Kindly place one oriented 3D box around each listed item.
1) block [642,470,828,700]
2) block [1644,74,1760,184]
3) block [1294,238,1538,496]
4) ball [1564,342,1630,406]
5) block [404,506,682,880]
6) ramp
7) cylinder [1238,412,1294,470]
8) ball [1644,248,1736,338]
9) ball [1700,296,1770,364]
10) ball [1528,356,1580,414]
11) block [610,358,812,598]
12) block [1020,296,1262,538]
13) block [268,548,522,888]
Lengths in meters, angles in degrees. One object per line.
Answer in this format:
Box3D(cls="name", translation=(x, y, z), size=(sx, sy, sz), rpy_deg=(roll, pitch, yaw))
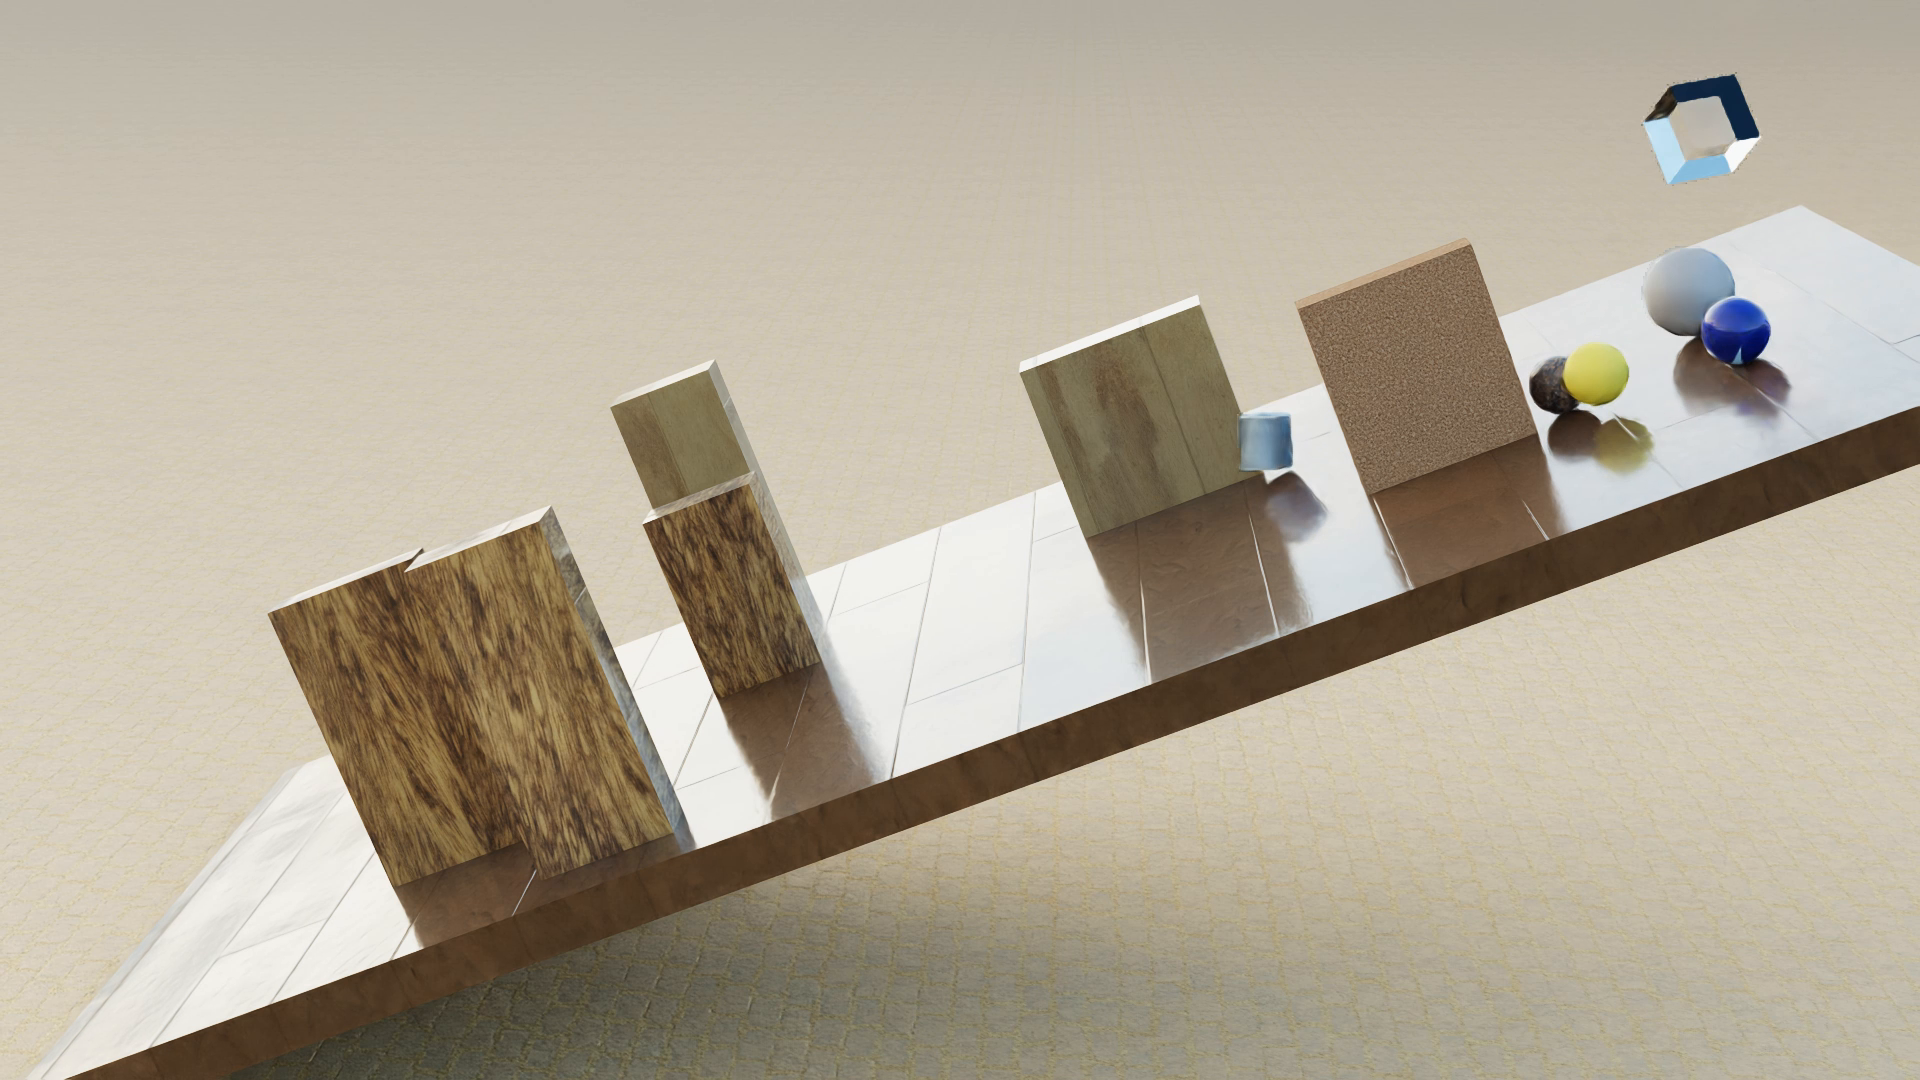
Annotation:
Box3D(cls="block", translation=(-0.491, 0.098, 6.446), size=(0.249, 0.422, 0.135), rpy_deg=(-20, 12, 7))
Box3D(cls="block", translation=(1.582, -0.876, 6.278), size=(0.154, 0.154, 0.154), rpy_deg=(-12, -19, -14))
Box3D(cls="block", translation=(0.922, -0.350, 5.949), size=(0.365, 0.409, 0.099), rpy_deg=(-20, 12, 7))
Box3D(cls="ball", translation=(1.265, -0.331, 5.849), size=(0.128, 0.128, 0.128), rpy_deg=(0, 14, 0))
Box3D(cls="block", translation=(-0.783, 0.290, 5.566), size=(0.274, 0.646, 0.134), rpy_deg=(-20, 12, 7))
Box3D(cls="ramp", translation=(0.121, 0.174, 6.292), size=(4.000, 0.100, 2.000), rpy_deg=(-20, 12, 7))
Box3D(cls="cylinder", translation=(0.668, -0.216, 6.418), size=(0.114, 0.114, 0.114), rpy_deg=(-4, 9, 1))
Box3D(cls="ball", translation=(1.527, -0.519, 6.156), size=(0.188, 0.188, 0.188), rpy_deg=(0, 14, 0))
Box3D(cls="ball", translation=(1.533, -0.414, 5.811), size=(0.134, 0.134, 0.134), rpy_deg=(0, 14, 0))
Box3D(cls="ball", translation=(1.215, -0.316, 5.980), size=(0.119, 0.119, 0.119), rpy_deg=(0, 14, 0))
Box3D(cls="block", translation=(-0.592, -0.094, 7.021), size=(0.250, 0.611, 0.142), rpy_deg=(-20, 12, 7))
Box3D(cls="block", translation=(0.403, -0.274, 6.551), size=(0.423, 0.403, 0.132), rpy_deg=(-20, 12, 7))
Box3D(cls="block", translation=(-1.113, 0.360, 5.922), size=(0.317, 0.616, 0.094), rpy_deg=(-20, 12, 7))
